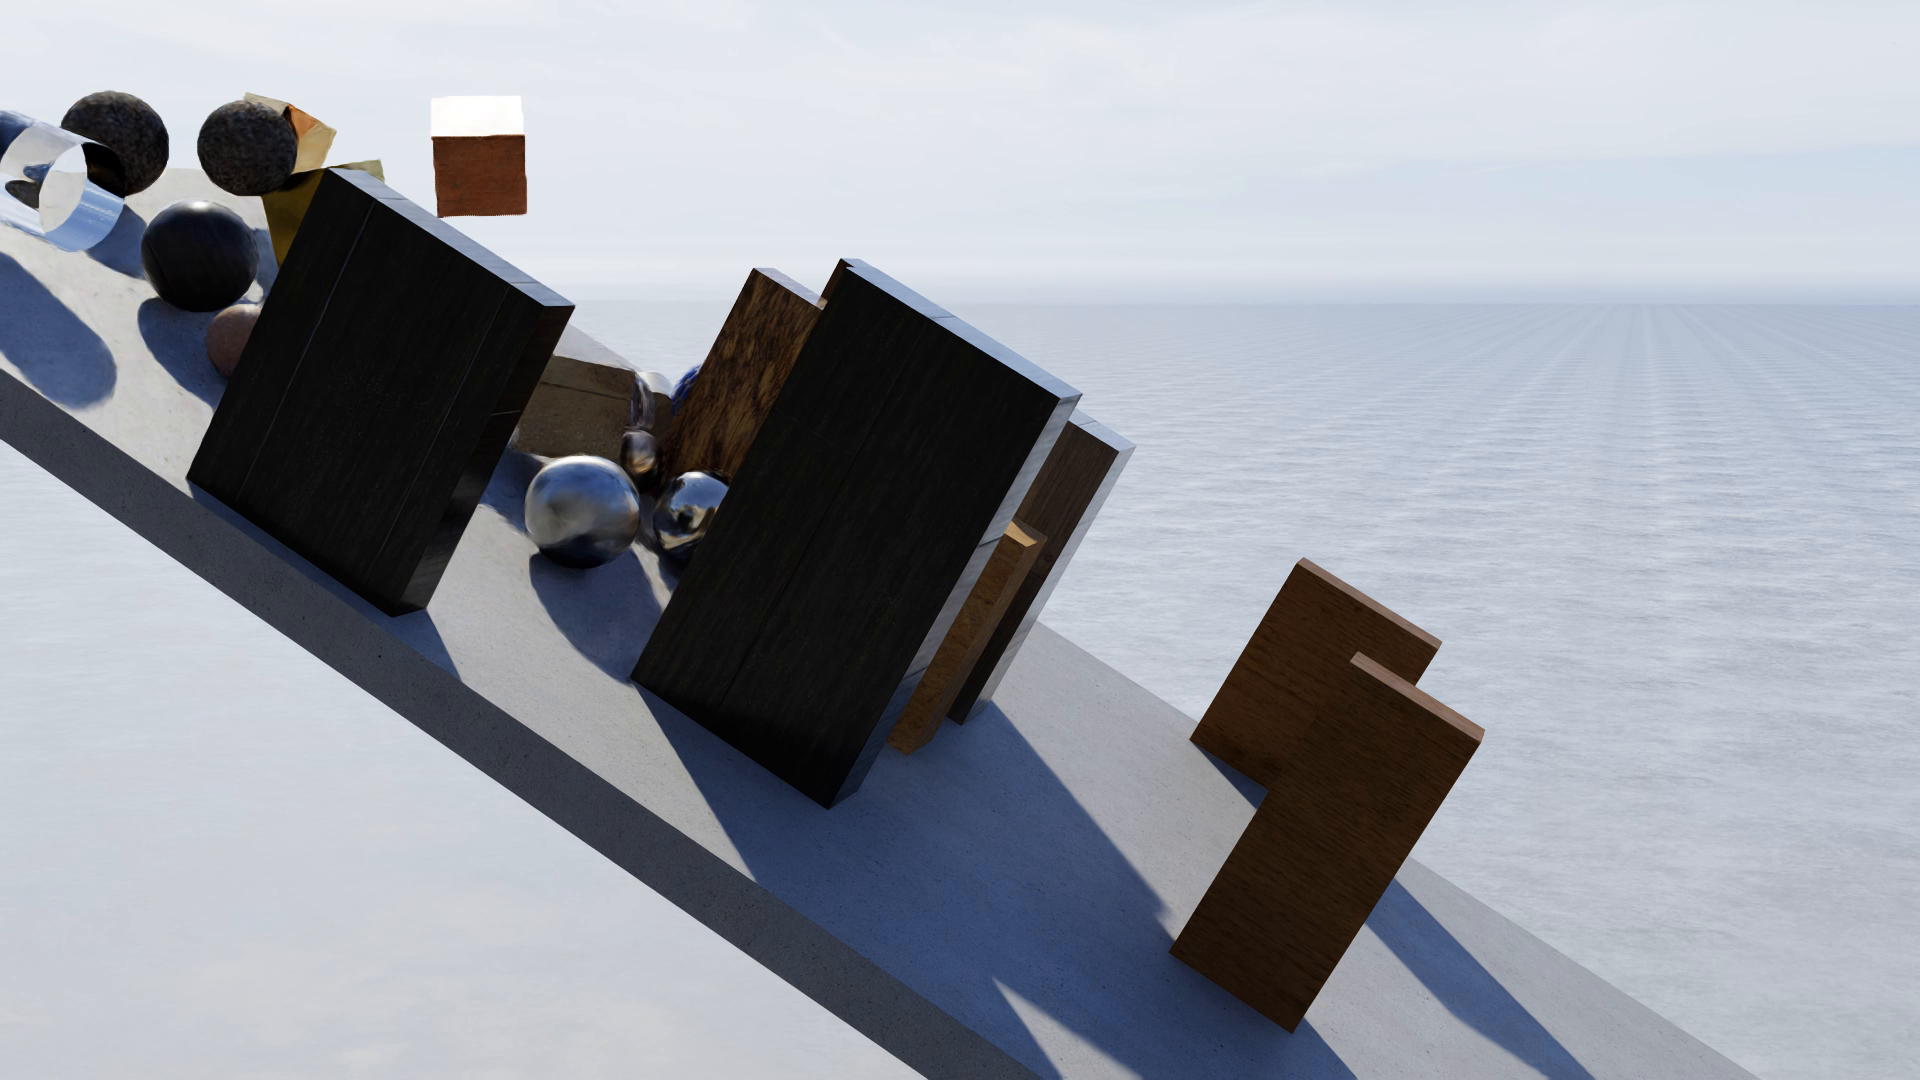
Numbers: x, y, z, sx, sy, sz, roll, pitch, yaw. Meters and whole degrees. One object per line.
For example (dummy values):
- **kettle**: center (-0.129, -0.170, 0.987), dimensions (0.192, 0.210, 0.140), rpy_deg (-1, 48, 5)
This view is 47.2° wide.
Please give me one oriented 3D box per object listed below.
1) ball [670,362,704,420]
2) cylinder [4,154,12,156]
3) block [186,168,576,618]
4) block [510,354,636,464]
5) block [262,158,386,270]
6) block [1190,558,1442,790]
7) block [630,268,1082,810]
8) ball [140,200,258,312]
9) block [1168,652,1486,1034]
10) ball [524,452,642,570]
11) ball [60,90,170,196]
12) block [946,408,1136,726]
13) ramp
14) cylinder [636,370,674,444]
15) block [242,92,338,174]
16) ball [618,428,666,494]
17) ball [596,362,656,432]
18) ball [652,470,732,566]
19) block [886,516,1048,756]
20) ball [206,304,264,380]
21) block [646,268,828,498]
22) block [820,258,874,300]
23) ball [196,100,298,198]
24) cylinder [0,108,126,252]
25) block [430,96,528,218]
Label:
- **ball**: center (-0.519, -0.284, 4.617), dimensions (0.179, 0.179, 0.179), rpy_deg (0, 7, 0)
- **cylinder**: center (-2.066, -0.713, 4.719), dimensions (0.208, 0.208, 0.208), rpy_deg (3, 2, 0)
- **block**: center (-0.882, -0.223, 3.329), dimensions (0.408, 0.539, 0.099), rpy_deg (32, 15, 11)
- **block**: center (-0.740, -0.247, 4.191), dimensions (0.189, 0.189, 0.189), rpy_deg (11, 1, -16)
- **block**: center (-1.315, -0.678, 4.593), dimensions (0.192, 0.192, 0.192), rpy_deg (-9, 12, 8)
- **block**: center (0.770, 0.328, 4.775), dimensions (0.348, 0.460, 0.105), rpy_deg (32, 15, 11)
- **block**: center (-0.172, -0.003, 3.496), dimensions (0.394, 0.759, 0.140), rpy_deg (32, 15, 11)
- **ball**: center (-1.395, -0.520, 4.034), dimensions (0.206, 0.206, 0.206), rpy_deg (0, 7, 0)
- **block**: center (0.601, 0.498, 3.622), dimensions (0.240, 0.584, 0.105), rpy_deg (32, 15, 11)
- **ball**: center (-0.660, -0.051, 3.846), dimensions (0.204, 0.204, 0.204), rpy_deg (0, 7, 0)
- **ball**: center (-1.686, -0.789, 4.383), dimensions (0.209, 0.209, 0.209), rpy_deg (0, 7, 0)
- **block**: center (0.044, 0.008, 4.177), dimensions (0.300, 0.607, 0.148), rpy_deg (32, 15, 11)
- **ramp**: center (-0.188, 0.310, 4.130), dimensions (4.000, 0.100, 2.000), rpy_deg (32, 15, 11)
- **cylinder**: center (-0.669, -0.277, 4.724), dimensions (0.135, 0.135, 0.135), rpy_deg (-2, 28, -16)
- **block**: center (-1.478, -0.863, 4.770), dimensions (0.146, 0.146, 0.146), rpy_deg (19, -5, 34)
- **ball**: center (-0.650, -0.155, 4.365), dimensions (0.131, 0.131, 0.131), rpy_deg (0, 7, 0)
- **ball**: center (-0.717, -0.264, 4.467), dimensions (0.195, 0.195, 0.195), rpy_deg (0, 7, 0)
- **ball**: center (-0.490, -0.041, 4.170), dimensions (0.186, 0.186, 0.186), rpy_deg (0, 7, 0)
- **block**: center (-0.138, 0.081, 3.925), dimensions (0.409, 0.437, 0.144), rpy_deg (32, 15, 11)
- **ball**: center (-1.244, -0.343, 3.845), dimensions (0.142, 0.142, 0.142), rpy_deg (0, 7, 0)
- **block**: center (-0.367, -0.235, 4.409), dimensions (0.351, 0.512, 0.110), rpy_deg (32, 15, 11)
- **block**: center (-0.197, -0.248, 4.666), dimensions (0.407, 0.567, 0.120), rpy_deg (32, 15, 11)
- **ball**: center (-1.428, -0.784, 4.406), dimensions (0.191, 0.191, 0.191), rpy_deg (0, 7, 0)
- **cylinder**: center (-1.597, -0.624, 3.821), dimensions (0.196, 0.196, 0.196), rpy_deg (22, 14, 18)
- **block**: center (-1.013, -0.808, 4.632), dimensions (0.185, 0.185, 0.185), rpy_deg (-3, 37, -12)
